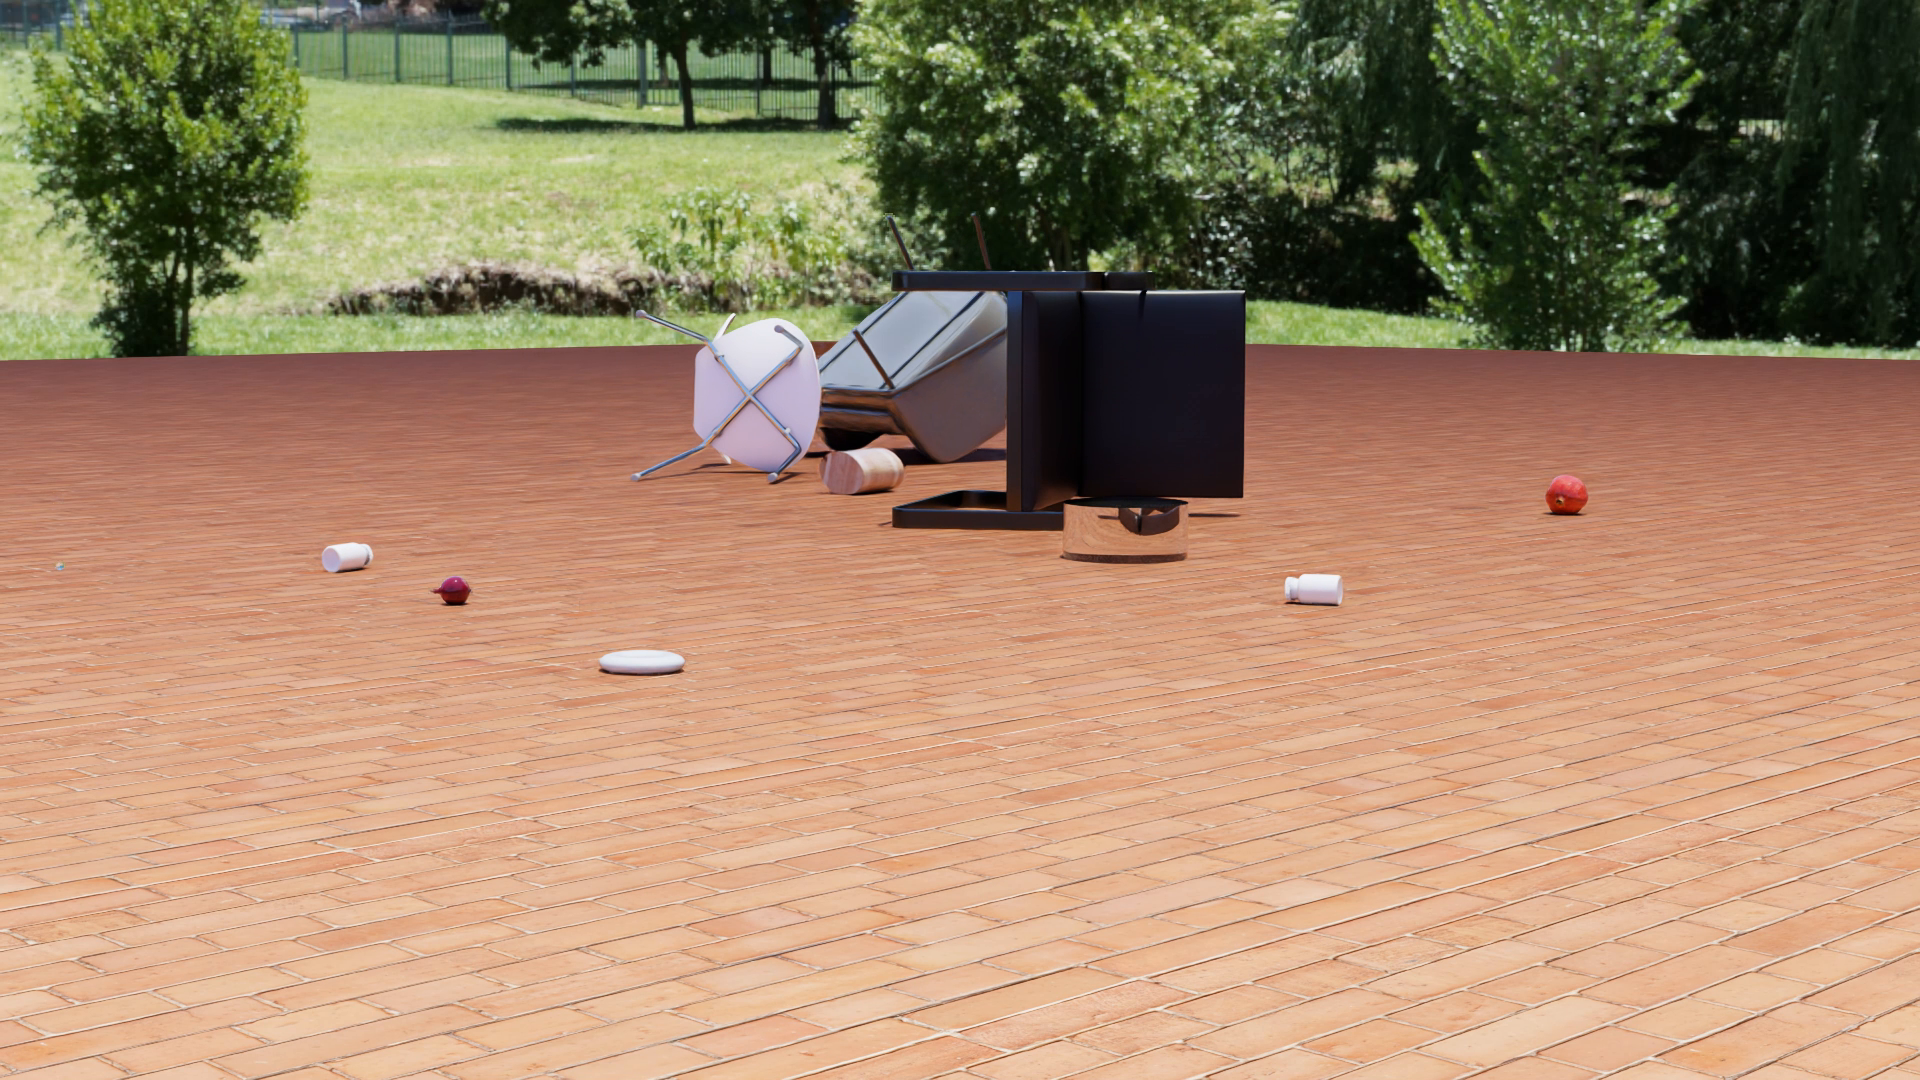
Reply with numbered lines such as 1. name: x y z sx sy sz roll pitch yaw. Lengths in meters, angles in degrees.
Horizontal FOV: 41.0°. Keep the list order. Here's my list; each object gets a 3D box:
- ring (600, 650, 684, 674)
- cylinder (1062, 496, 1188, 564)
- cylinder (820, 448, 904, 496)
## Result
1. ring: -0.532 0.205 4.291 0.149 0.028 0.120 2 7 21
2. cylinder: 0.389 -0.024 6.020 0.295 0.129 0.300 0 6 2
3. cylinder: -0.298 -0.210 7.810 0.168 0.129 0.211 21 16 31
